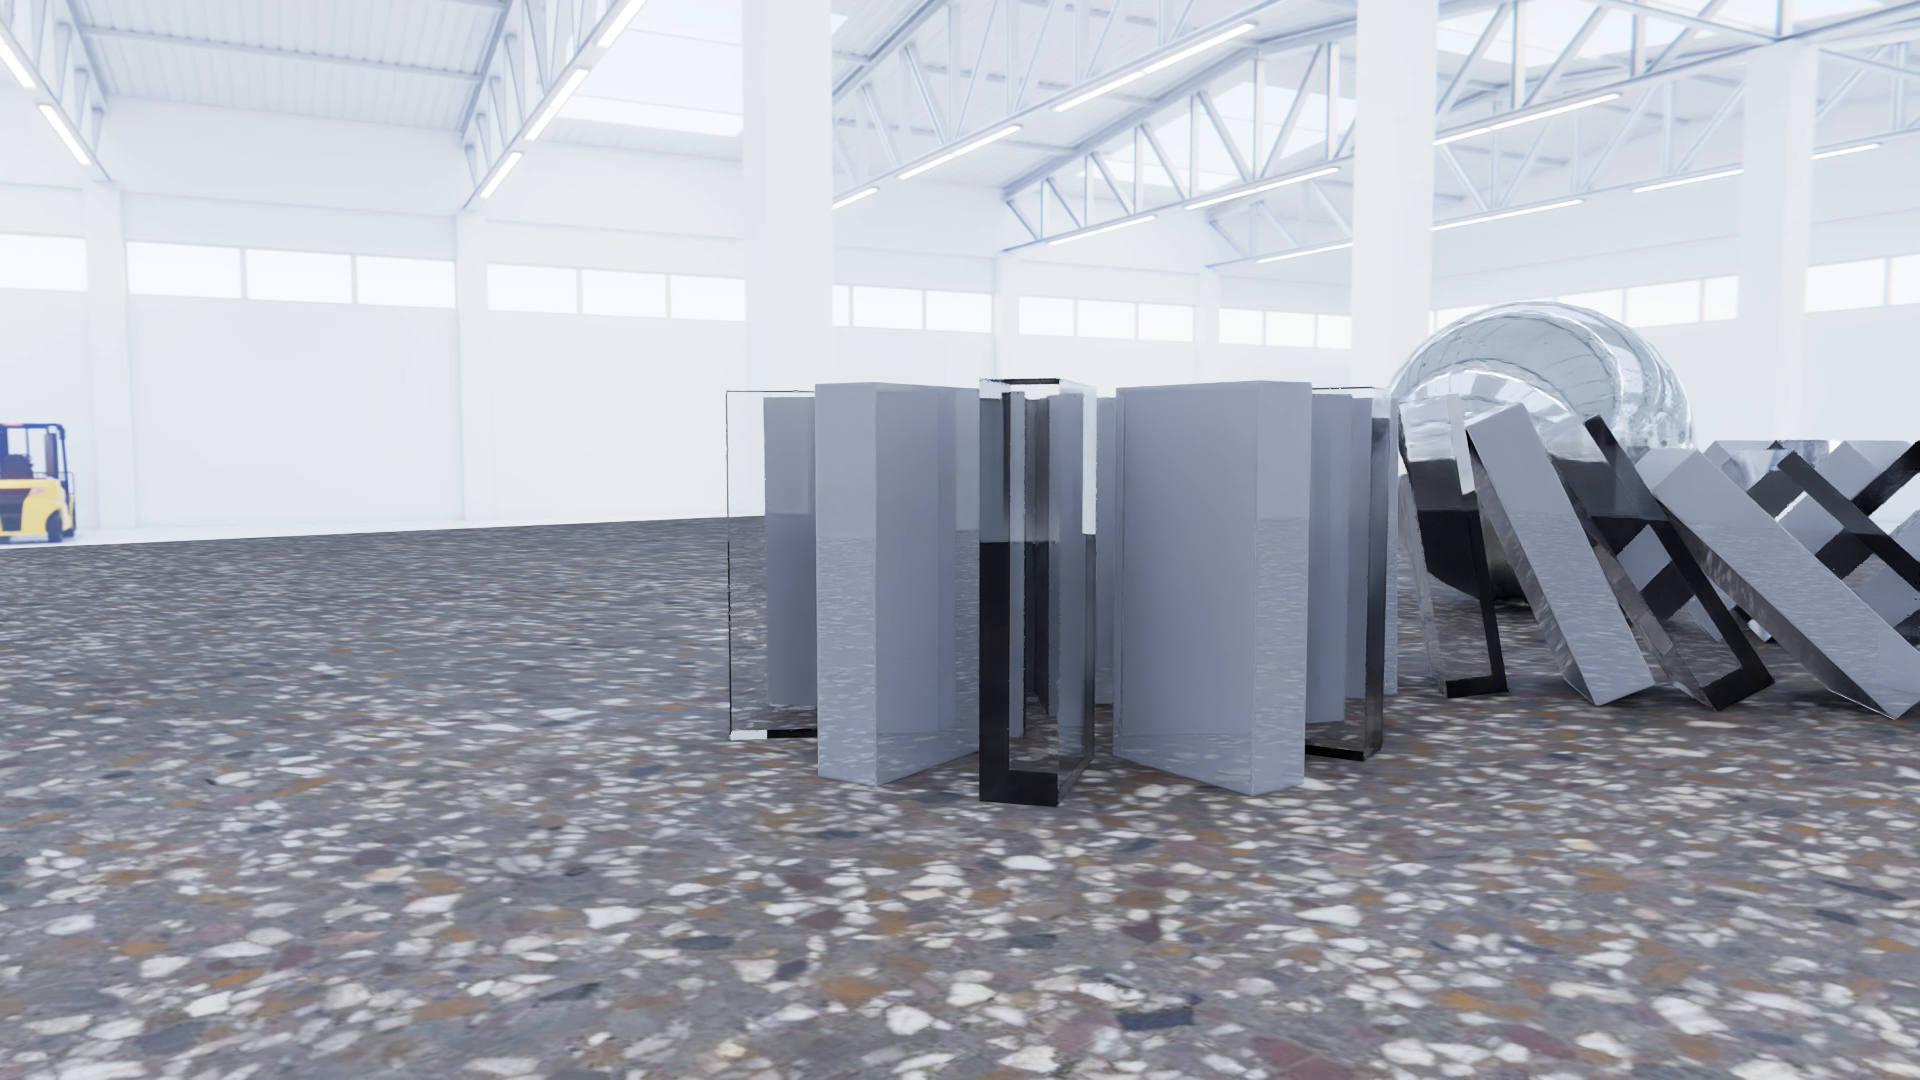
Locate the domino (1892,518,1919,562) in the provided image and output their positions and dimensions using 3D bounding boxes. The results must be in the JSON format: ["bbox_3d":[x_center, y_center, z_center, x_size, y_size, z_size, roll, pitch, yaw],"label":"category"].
[{"bbox_3d":[0.197,0.002,0.256,0.025,0.010,0.050,-2,-40,-30],"label":"domino"}]

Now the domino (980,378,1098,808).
[{"bbox_3d":[0.010,0.005,0.162,0.009,0.050,0.025,1,4,16],"label":"domino"}]

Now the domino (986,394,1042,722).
[{"bbox_3d":[0.000,0.003,0.200,0.025,0.050,0.010,0,4,5],"label":"domino"}]

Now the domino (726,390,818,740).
[{"bbox_3d":[-0.021,0.003,0.189,0.025,0.050,0.009,-1,4,-8],"label":"domino"}]

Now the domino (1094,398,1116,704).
[{"bbox_3d":[0.021,0.001,0.221,0.009,0.050,0.025,0,4,-3],"label":"domino"}]

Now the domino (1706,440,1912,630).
[{"bbox_3d":[0.183,0.000,0.279,0.025,0.050,0.010,-2,47,-30],"label":"domino"}]

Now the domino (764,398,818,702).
[{"bbox_3d":[-0.019,0.002,0.214,0.025,0.050,0.010,1,4,15],"label":"domino"}]

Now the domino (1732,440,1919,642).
[{"bbox_3d":[0.190,0.001,0.268,0.025,0.050,0.009,-2,47,-30],"label":"domino"}]

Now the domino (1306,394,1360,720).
[{"bbox_3d":[0.048,0.003,0.200,0.025,0.050,0.009,-1,5,-18],"label":"domino"}]

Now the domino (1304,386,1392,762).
[{"bbox_3d":[0.046,0.004,0.181,0.025,0.050,0.009,3,5,33],"label":"domino"}]

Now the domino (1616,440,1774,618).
[{"bbox_3d":[0.170,-0.002,0.301,0.025,0.050,0.009,-2,47,-30],"label":"domino"}]

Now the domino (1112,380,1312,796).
[{"bbox_3d":[0.032,0.005,0.166,0.009,0.050,0.025,-3,5,-35],"label":"domino"}]

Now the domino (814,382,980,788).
[{"bbox_3d":[-0.007,0.005,0.170,0.009,0.050,0.025,3,5,34],"label":"domino"}]

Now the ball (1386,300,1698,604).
[{"bbox_3d":[0.150,-0.023,0.341,0.080,0.080,0.080,0,4,0],"label":"ball"}]

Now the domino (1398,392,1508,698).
[{"bbox_3d":[0.085,0.000,0.224,0.009,0.050,0.025,-10,2,14],"label":"domino"}]

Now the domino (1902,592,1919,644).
[{"bbox_3d":[0.210,0.008,0.238,0.025,0.009,0.050,4,-20,-35],"label":"domino"}]

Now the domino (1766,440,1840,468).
[{"bbox_3d":[0.176,-0.001,0.290,0.025,0.050,0.010,-2,47,-30],"label":"domino"}]

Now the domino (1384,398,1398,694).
[{"bbox_3d":[0.072,0.000,0.228,0.010,0.050,0.025,0,4,13],"label":"domino"}]

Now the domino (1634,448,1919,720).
[{"bbox_3d":[0.133,0.006,0.212,0.050,0.009,0.025,46,13,7],"label":"domino"}]

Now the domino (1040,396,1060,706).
[{"bbox_3d":[0.006,0.001,0.217,0.009,0.050,0.025,-2,5,-29],"label":"domino"}]

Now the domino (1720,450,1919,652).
[{"bbox_3d":[0.147,0.006,0.210,0.050,0.009,0.025,45,13,7],"label":"domino"}]

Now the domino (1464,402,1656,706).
[{"bbox_3d":[0.100,0.001,0.220,0.009,0.050,0.025,-25,-2,15],"label":"domino"}]

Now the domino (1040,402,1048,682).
[{"bbox_3d":[0.008,0.000,0.239,0.010,0.050,0.025,-1,4,-11],"label":"domino"}]

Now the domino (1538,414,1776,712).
[{"bbox_3d":[0.114,0.003,0.216,0.010,0.050,0.025,-32,-4,14],"label":"domino"}]
